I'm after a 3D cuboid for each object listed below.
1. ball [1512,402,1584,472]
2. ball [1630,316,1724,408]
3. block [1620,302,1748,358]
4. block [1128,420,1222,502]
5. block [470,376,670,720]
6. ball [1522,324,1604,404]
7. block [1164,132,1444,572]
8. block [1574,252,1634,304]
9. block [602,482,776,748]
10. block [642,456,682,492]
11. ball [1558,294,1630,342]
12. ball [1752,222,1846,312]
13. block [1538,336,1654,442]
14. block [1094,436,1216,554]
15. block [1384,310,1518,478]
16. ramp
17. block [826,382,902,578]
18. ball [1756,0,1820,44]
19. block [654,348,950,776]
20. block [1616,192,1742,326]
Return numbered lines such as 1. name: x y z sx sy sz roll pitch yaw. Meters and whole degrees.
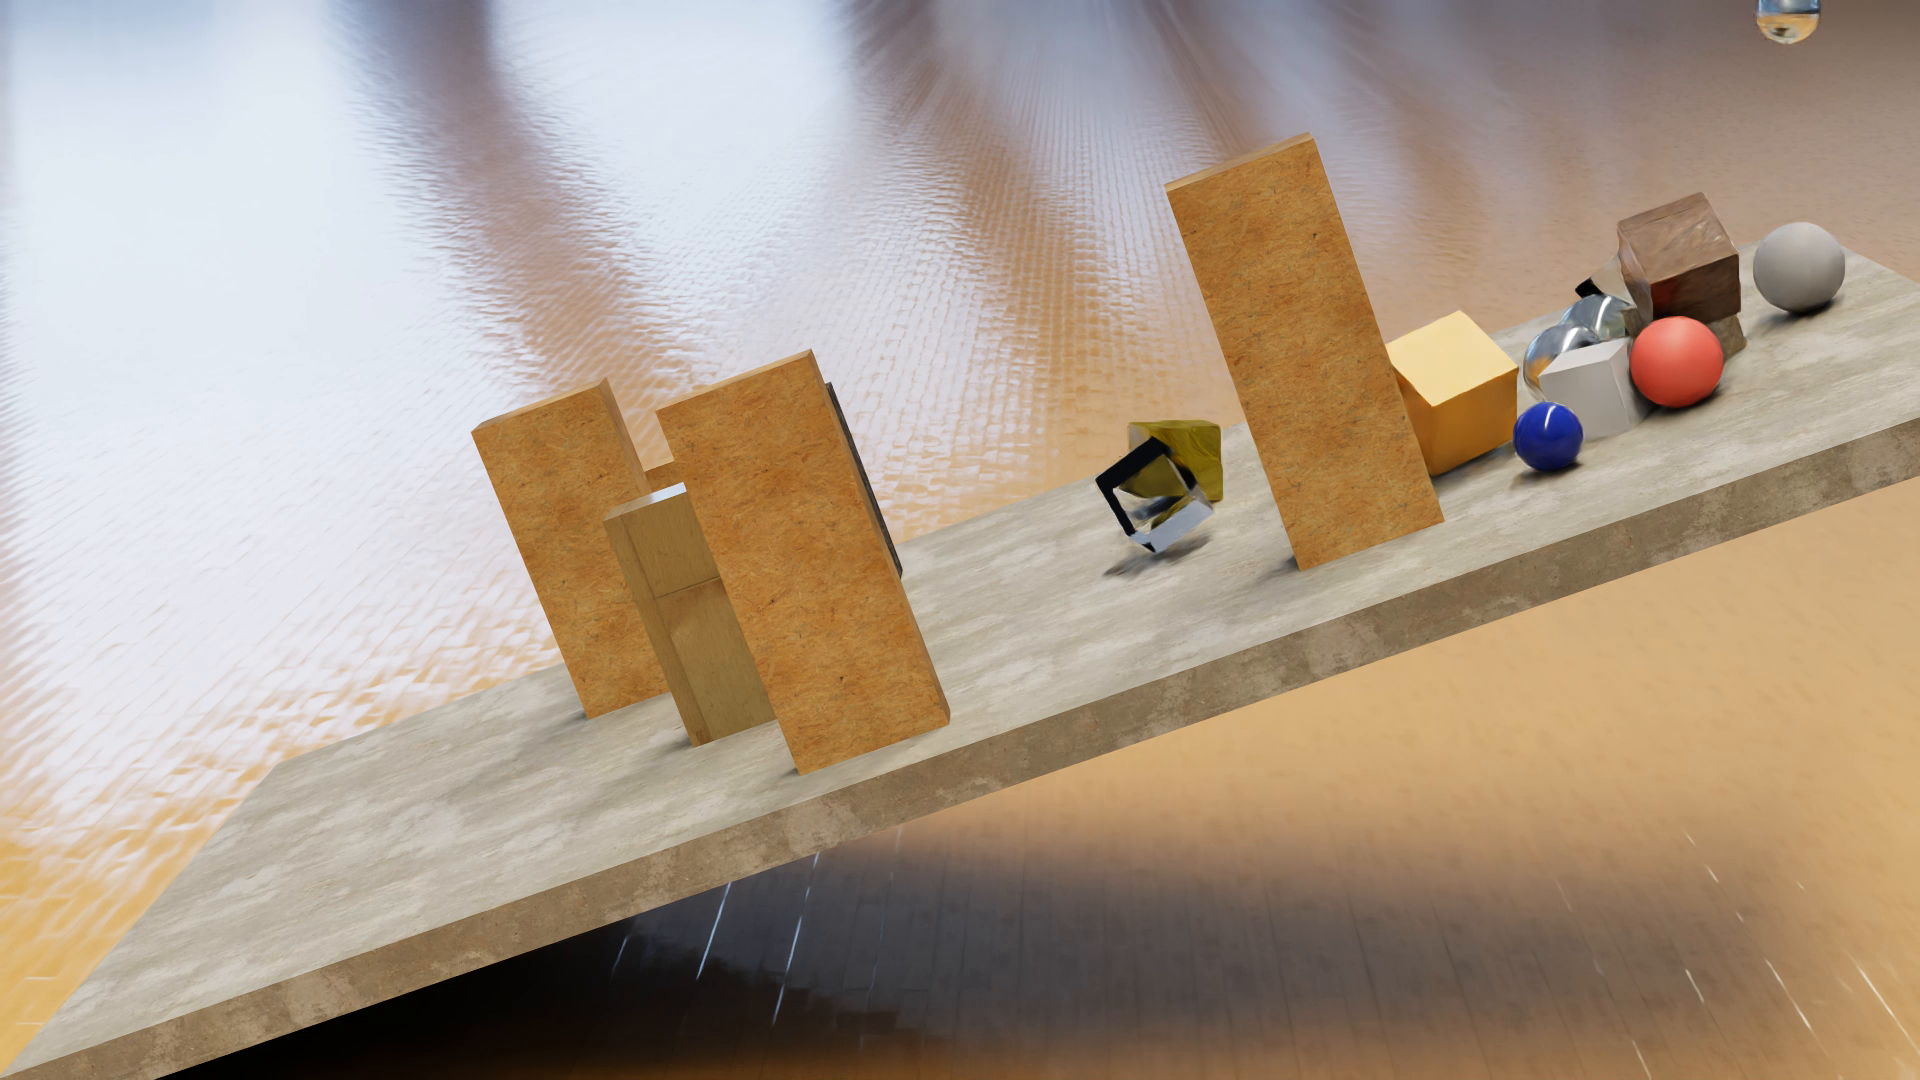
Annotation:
1. ball: 1.131 -0.198 5.659 0.134 0.134 0.134 0 13 0
2. ball: 1.404 -0.349 5.763 0.179 0.179 0.179 0 13 0
3. block: 1.493 -0.437 6.066 0.154 0.154 0.154 -26 10 -23
4. block: 0.476 -0.174 6.507 0.165 0.165 0.165 -4 8 -12
5. block: -0.818 0.020 6.631 0.305 0.704 0.123 -19 11 6
6. ball: 1.249 -0.353 6.047 0.183 0.183 0.183 0 13 0
7. block: 0.657 -0.358 5.614 0.290 0.773 0.142 -19 11 6
8. block: 1.409 -0.543 6.276 0.112 0.112 0.112 -37 -5 -41
9. block: -0.505 0.135 6.043 0.274 0.507 0.133 -19 11 6
10. block: -0.673 0.012 7.142 0.288 0.416 0.097 -19 11 6
11. ball: 1.348 -0.423 6.188 0.188 0.188 0.188 0 13 0
12. ball: 1.755 -0.570 6.155 0.188 0.188 0.188 0 13 0
13. block: 1.262 -0.295 5.835 0.151 0.151 0.151 -13 14 34
14. block: 0.407 -0.092 6.142 0.154 0.154 0.154 -36 -27 14
15. block: 0.984 -0.296 5.946 0.201 0.201 0.201 -25 48 -14
16. ramp: 0.116 0.177 6.297 4.000 0.100 2.000 -19 11 6
17. block: -0.347 -0.094 6.897 0.271 0.482 0.106 -19 11 6
18. ball: 1.675 -1.067 5.949 0.126 0.126 0.126 0 13 0
19. block: -0.288 0.045 5.484 0.300 0.742 0.086 -19 11 6
20. block: 1.434 -0.545 5.866 0.180 0.180 0.180 -20 51 3
